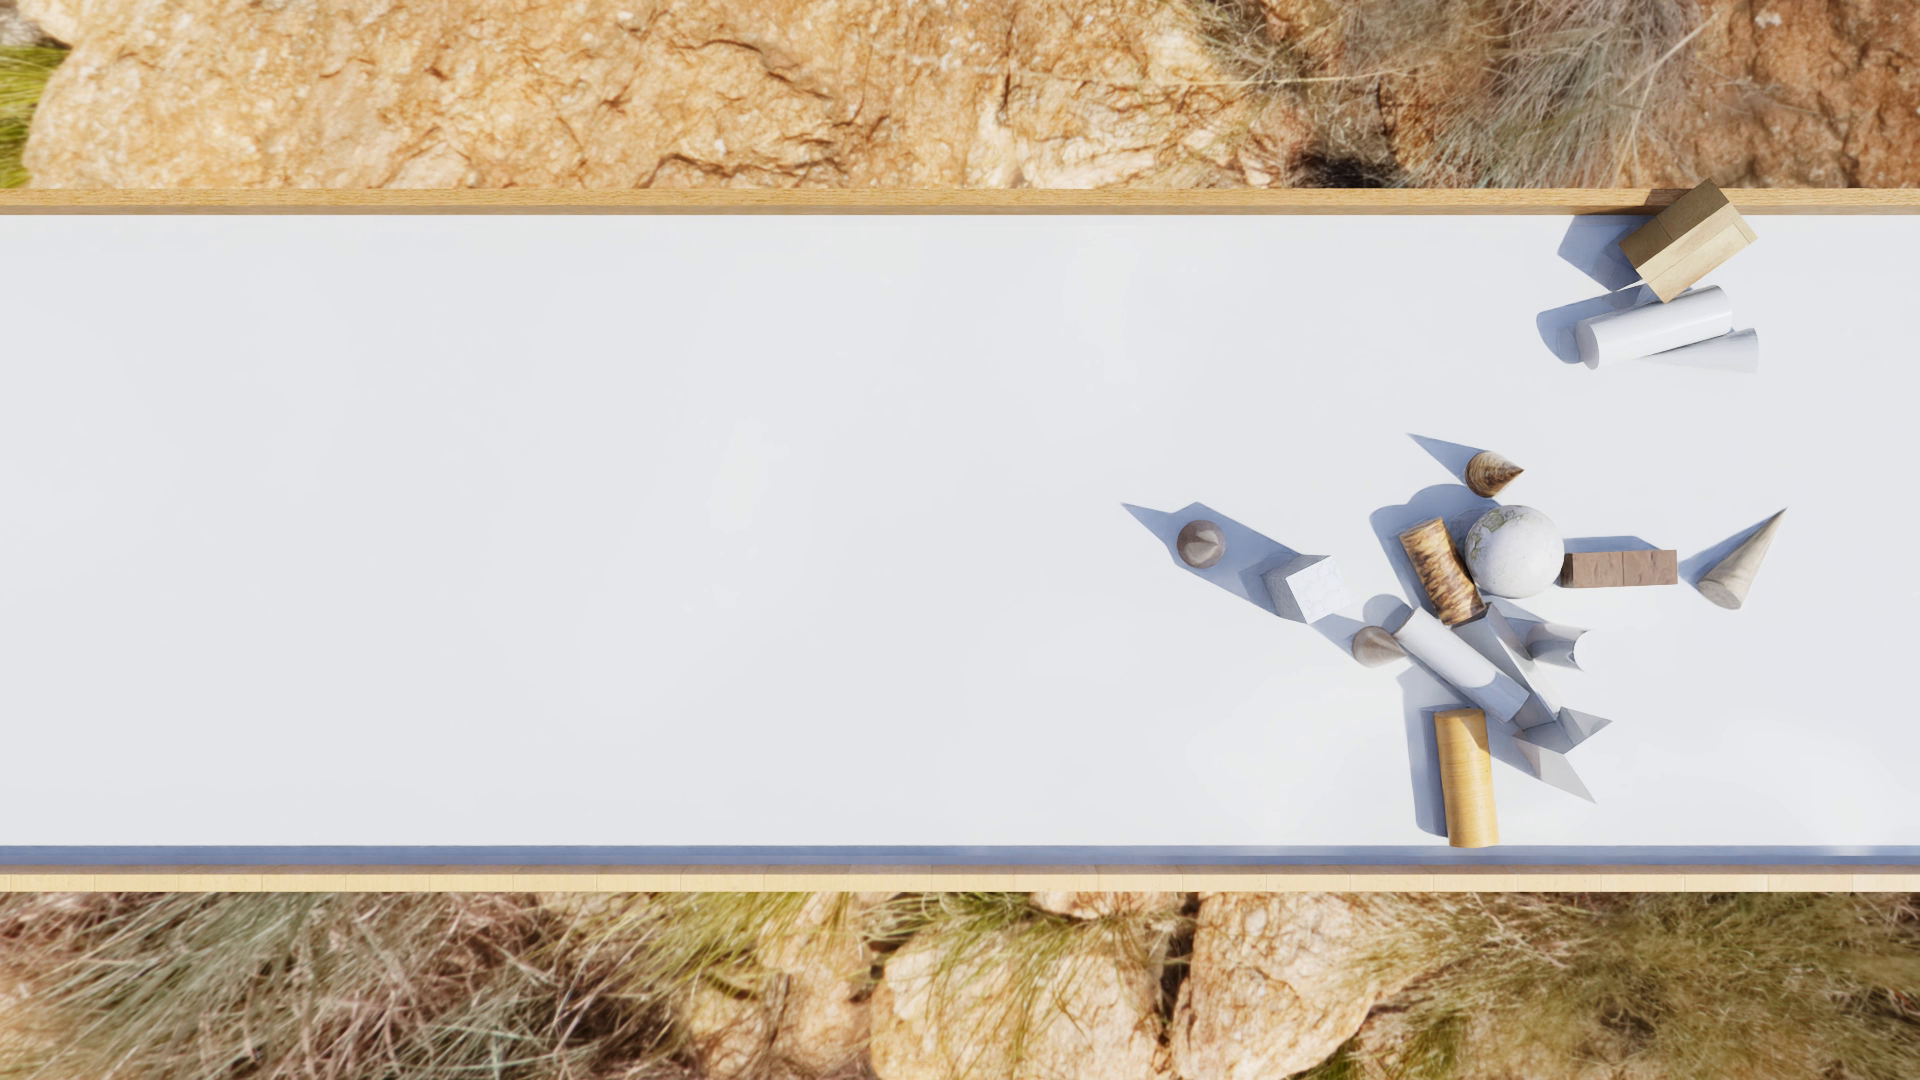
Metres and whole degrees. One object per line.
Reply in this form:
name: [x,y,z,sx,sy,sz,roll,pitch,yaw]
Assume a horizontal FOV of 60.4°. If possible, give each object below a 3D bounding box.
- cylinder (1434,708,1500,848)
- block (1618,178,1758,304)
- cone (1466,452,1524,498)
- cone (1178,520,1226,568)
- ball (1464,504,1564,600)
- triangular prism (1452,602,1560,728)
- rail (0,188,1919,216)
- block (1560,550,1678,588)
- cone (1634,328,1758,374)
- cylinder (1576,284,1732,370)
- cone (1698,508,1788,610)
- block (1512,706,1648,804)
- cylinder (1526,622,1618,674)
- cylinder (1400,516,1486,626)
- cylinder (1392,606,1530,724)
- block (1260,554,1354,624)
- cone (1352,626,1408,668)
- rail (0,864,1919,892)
cylinder: [1.537,0.720,5.002,0.150,0.150,0.398,-7,90,0]
block: [2.163,-0.890,4.908,0.164,0.164,0.308,38,119,-25]
cone: [1.627,-0.201,4.913,0.145,0.327,0.145,0,90,0]
cone: [0.743,0.013,4.913,0.152,0.327,0.152,0,90,0]
ball: [1.657,0.036,4.934,0.284,0.284,0.284,0,90,0]
triangular prism: [1.680,0.386,5.009,0.149,0.129,0.375,-35,90,0]
rail: [-2.247,-1.025,5.002,12.000,0.150,0.050,0,90,0]
block: [2.005,0.088,5.023,0.314,0.106,0.106,-2,90,0]
cone: [2.230,-0.565,5.042,0.359,0.141,0.141,-3,90,11]
cylinder: [2.100,-0.645,4.998,0.412,0.156,0.156,-15,90,0]
cone: [2.429,0.032,5.043,0.137,0.137,0.372,42,80,0]
block: [1.814,0.626,4.855,0.170,0.443,0.170,-34,90,0]
cylinder: [1.803,0.318,4.875,0.128,0.403,0.128,0,90,0]
cylinder: [1.465,0.095,5.007,0.139,0.139,0.301,-27,90,0]
cylinder: [1.512,0.376,4.983,0.410,0.125,0.125,40,90,9]
block: [1.020,0.142,4.875,0.147,0.403,0.147,-26,90,0]
cone: [1.271,0.329,4.876,0.131,0.401,0.131,0,90,0]
rail: [-2.247,1.025,5.001,12.000,0.150,0.050,0,90,0]
